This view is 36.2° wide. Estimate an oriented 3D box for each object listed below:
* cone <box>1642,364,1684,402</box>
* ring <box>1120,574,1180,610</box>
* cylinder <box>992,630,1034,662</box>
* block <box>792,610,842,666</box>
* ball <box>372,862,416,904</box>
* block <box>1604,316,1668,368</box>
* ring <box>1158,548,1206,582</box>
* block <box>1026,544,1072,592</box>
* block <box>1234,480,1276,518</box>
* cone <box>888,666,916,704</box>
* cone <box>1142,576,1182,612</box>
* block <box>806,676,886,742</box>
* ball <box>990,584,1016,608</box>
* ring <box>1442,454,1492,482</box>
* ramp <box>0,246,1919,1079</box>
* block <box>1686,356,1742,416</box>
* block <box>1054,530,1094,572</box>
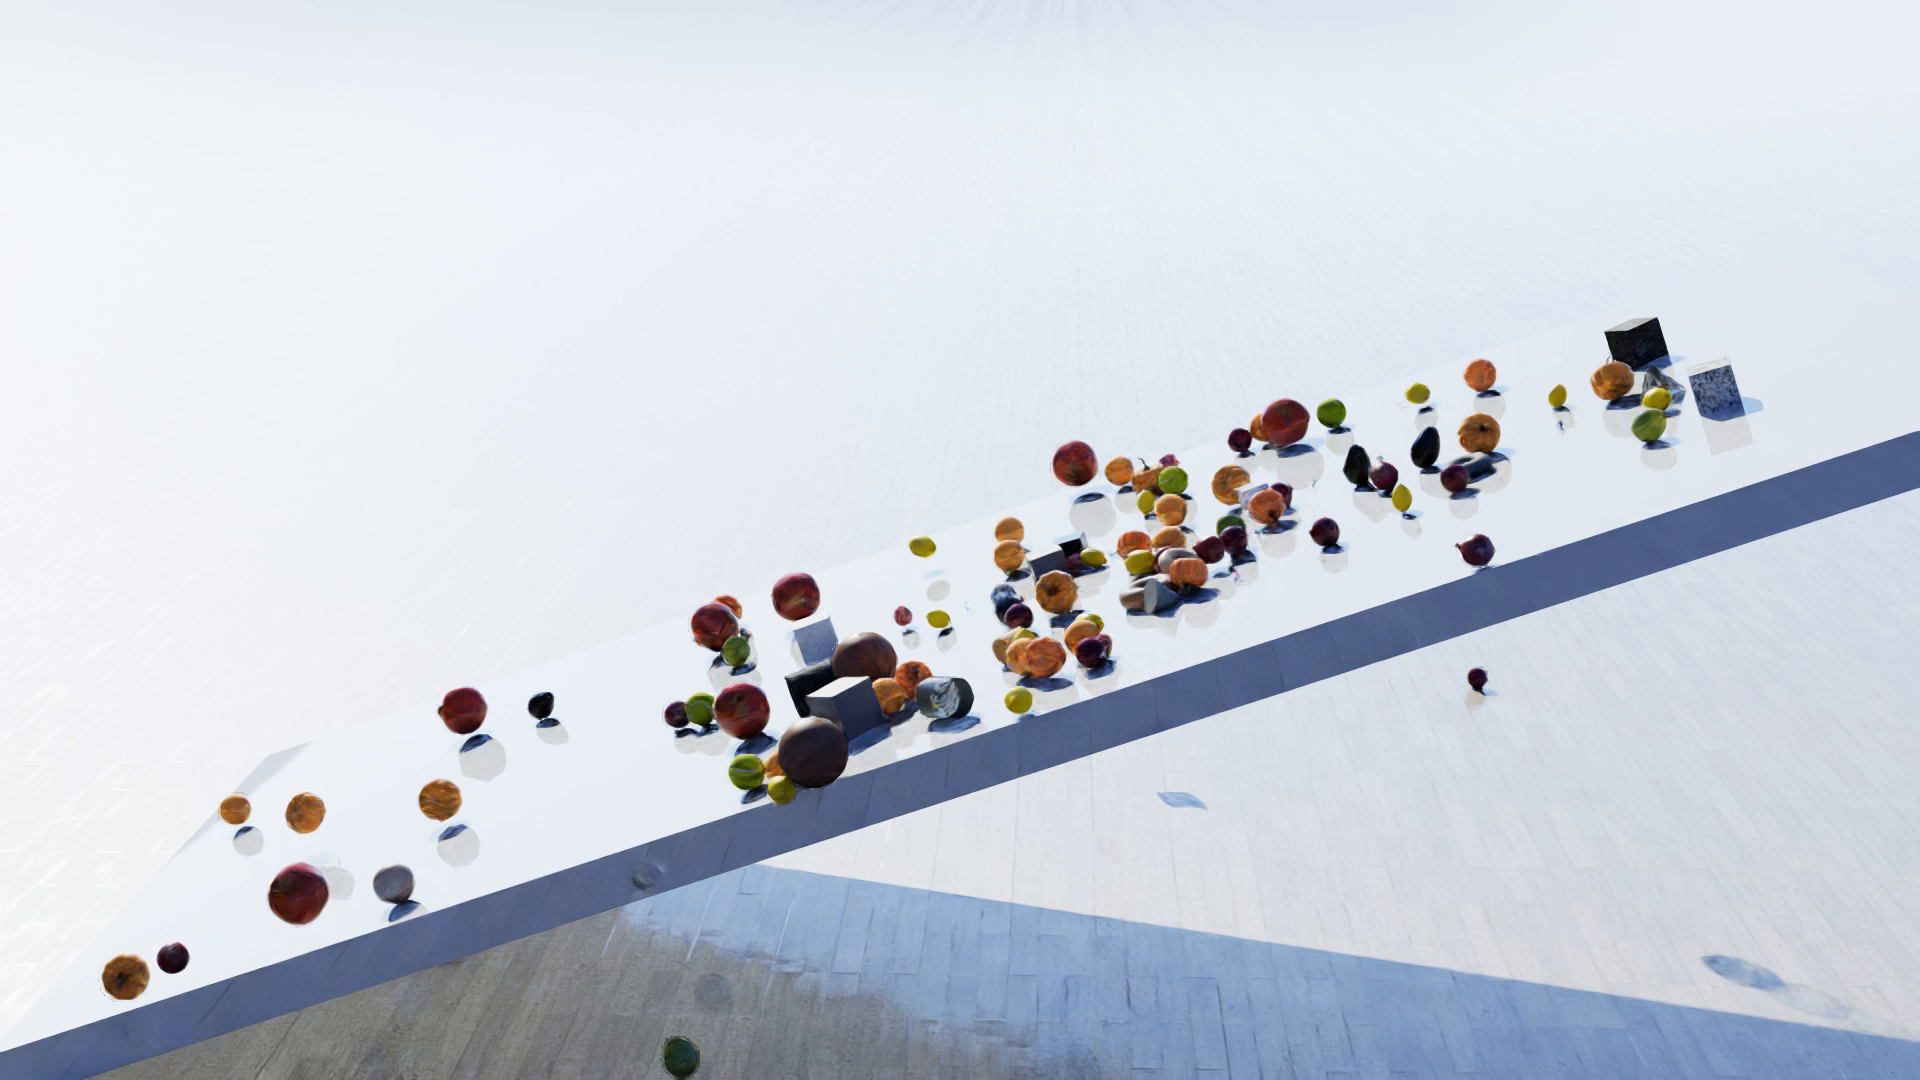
[{"bbox_3d":[1.454,-0.314,6.029,0.080,0.080,0.080,12,10,-10],"label":"cone"},{"bbox_3d":[0.375,0.103,5.842,0.125,0.042,0.125,-18,10,3],"label":"ring"},{"bbox_3d":[0.104,0.208,5.755,0.058,0.058,0.058,-9,15,-42],"label":"cylinder"},{"bbox_3d":[-0.311,0.212,6.387,0.083,0.083,0.083,-20,11,-2],"label":"block"},{"bbox_3d":[-1.071,0.650,5.564,0.081,0.081,0.081,0,12,0],"label":"ball"},{"bbox_3d":[1.480,-0.432,6.435,0.085,0.085,0.085,-24,12,-22],"label":"block"},{"bbox_3d":[0.446,0.051,5.893,0.099,0.033,0.099,12,29,-7],"label":"ring"},{"bbox_3d":[0.190,0.060,6.290,0.073,0.073,0.073,-20,11,-4],"label":"block"},{"bbox_3d":[0.631,-0.089,6.290,0.059,0.059,0.059,-21,11,-6],"label":"block"},{"bbox_3d":[-0.122,0.278,5.781,0.065,0.065,0.065,-19,11,4],"label":"cone"},{"bbox_3d":[0.407,0.113,5.758,0.074,0.074,0.074,17,4,-26],"label":"cone"},{"bbox_3d":[-0.220,0.325,5.647,0.094,0.094,0.094,-27,13,-34],"label":"block"},{"bbox_3d":[0.092,0.119,6.225,0.054,0.054,0.054,0,12,0],"label":"ball"},{"bbox_3d":[1.027,-0.147,5.959,0.104,0.035,0.104,-18,12,4],"label":"ring"},{"bbox_3d":[0.109,0.179,6.303,4.000,0.100,2.000,-18,11,6],"label":"ramp"},{"bbox_3d":[1.487,-0.304,5.798,0.083,0.083,0.083,-16,11,16],"label":"block"},{"bbox_3d":[0.244,0.026,6.379,0.066,0.066,0.066,-17,11,14],"label":"block"}]
